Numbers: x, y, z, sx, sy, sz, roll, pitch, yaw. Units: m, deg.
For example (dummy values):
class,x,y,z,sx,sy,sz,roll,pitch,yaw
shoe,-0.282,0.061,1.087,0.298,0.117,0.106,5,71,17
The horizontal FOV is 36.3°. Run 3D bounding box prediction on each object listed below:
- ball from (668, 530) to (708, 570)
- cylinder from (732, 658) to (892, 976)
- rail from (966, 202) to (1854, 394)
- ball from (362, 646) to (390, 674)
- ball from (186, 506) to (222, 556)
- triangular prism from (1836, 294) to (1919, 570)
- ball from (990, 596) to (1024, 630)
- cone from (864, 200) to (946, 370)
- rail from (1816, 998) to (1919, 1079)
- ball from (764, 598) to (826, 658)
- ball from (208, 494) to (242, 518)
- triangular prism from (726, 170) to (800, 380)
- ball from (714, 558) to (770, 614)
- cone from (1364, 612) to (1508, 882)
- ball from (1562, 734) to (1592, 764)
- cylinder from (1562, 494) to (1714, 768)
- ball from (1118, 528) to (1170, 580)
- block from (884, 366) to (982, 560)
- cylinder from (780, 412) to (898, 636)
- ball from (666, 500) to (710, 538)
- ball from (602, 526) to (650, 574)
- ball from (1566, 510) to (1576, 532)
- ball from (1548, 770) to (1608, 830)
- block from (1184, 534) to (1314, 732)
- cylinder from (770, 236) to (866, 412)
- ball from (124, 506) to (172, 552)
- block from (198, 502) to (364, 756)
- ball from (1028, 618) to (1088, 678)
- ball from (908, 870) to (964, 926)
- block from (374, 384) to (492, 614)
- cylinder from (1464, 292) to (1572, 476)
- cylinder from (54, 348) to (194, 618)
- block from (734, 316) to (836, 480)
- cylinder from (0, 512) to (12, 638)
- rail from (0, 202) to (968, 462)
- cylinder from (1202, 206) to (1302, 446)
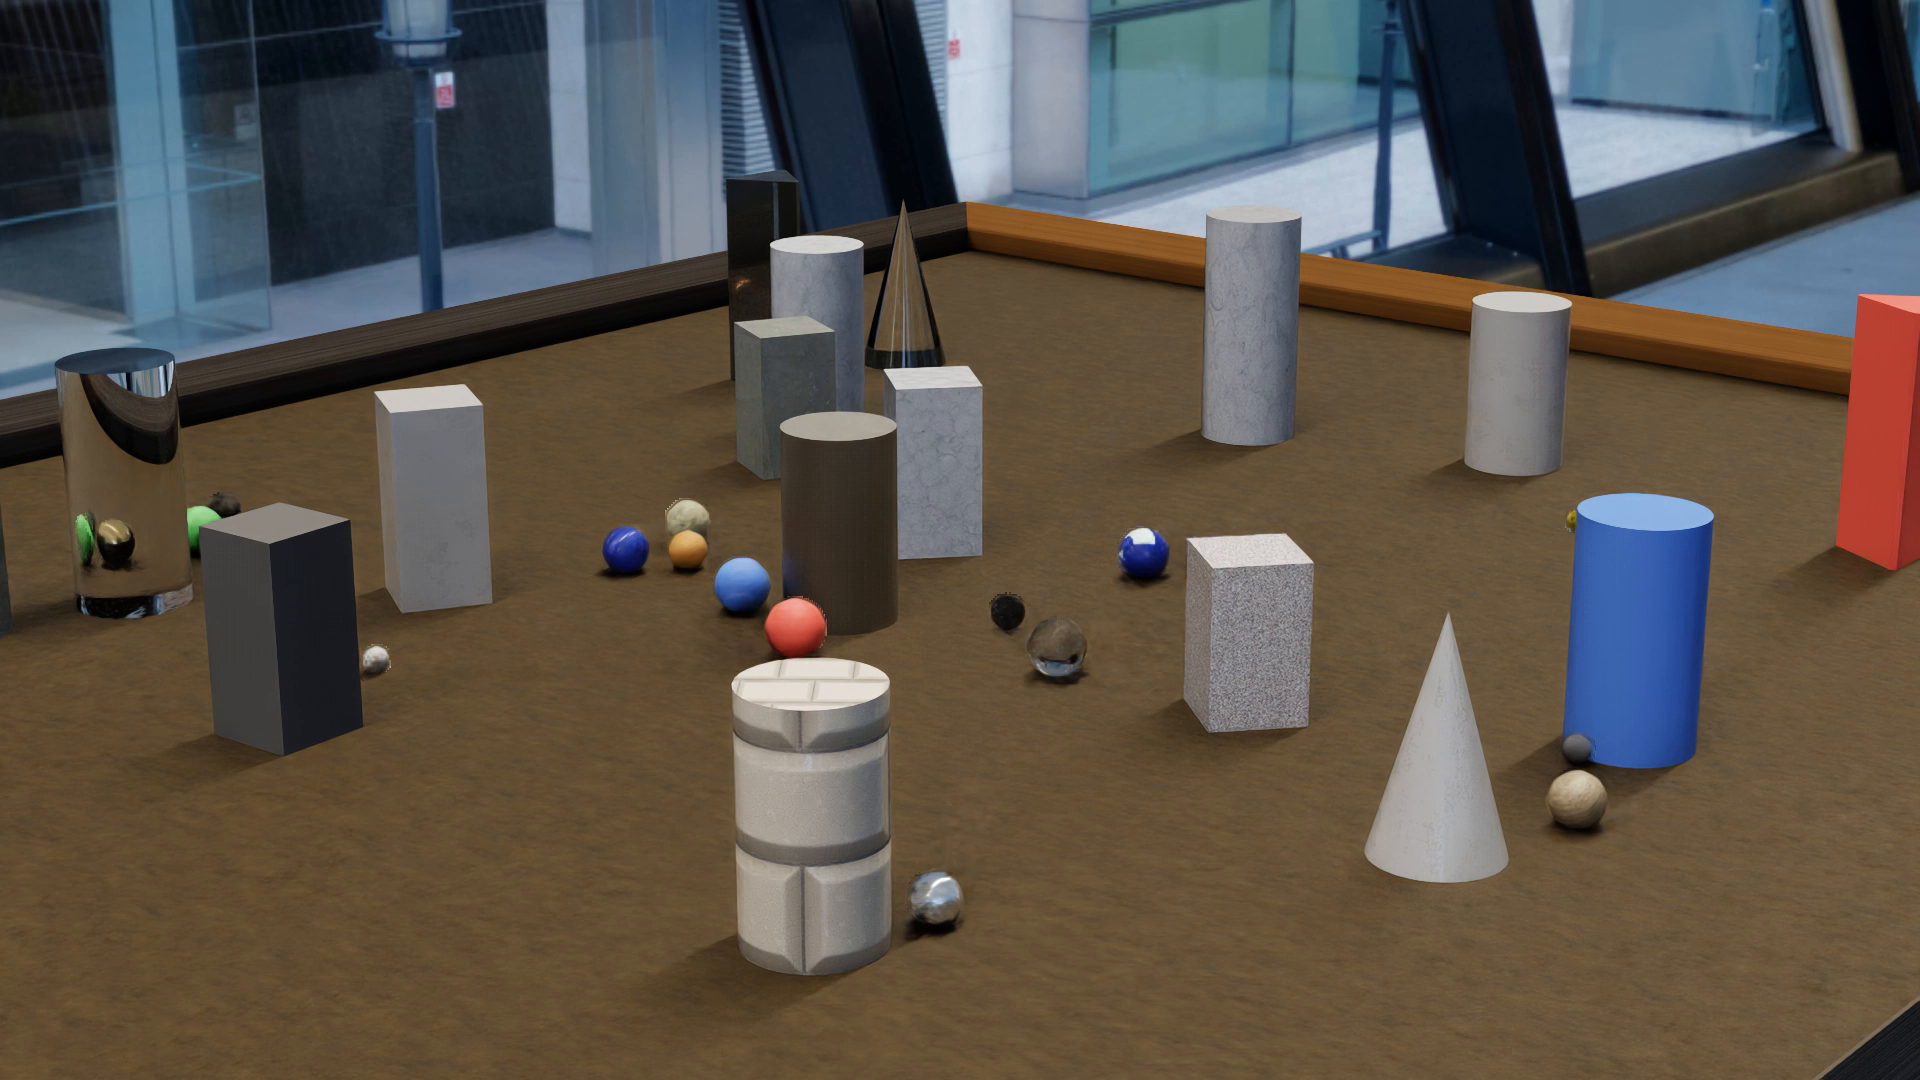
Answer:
class,x,y,z,sx,sy,sz,roll,pitch,yaw
ball,-0.488,0.019,5.267,0.071,0.071,0.071,0,17,0
cylinder,-0.185,0.346,3.696,0.197,0.351,0.197,0,17,0
rail,1.550,-0.483,6.829,4.102,0.128,0.045,14,22,39
ball,-0.943,0.194,4.734,0.043,0.043,0.043,0,17,0
ball,-1.387,-0.017,5.353,0.090,0.090,0.090,0,17,0
triangular prism,1.677,-0.203,5.310,0.148,0.471,0.170,14,22,38
ball,0.080,0.122,4.945,0.058,0.058,0.058,0,17,0
cone,-0.130,-0.599,6.775,0.197,0.384,0.197,0,17,0
rail,1.531,0.416,3.848,0.045,0.128,4.774,14,22,39
ball,-0.270,0.145,4.801,0.098,0.098,0.098,0,17,0
ball,-1.388,-0.057,5.538,0.060,0.060,0.060,0,17,0
triangular prism,-0.420,-0.598,6.639,0.170,0.460,0.148,5,17,15
ball,-0.373,0.078,5.028,0.096,0.096,0.096,0,17,0
cone,0.653,0.263,3.971,0.197,0.351,0.197,0,17,0
ball,0.915,0.310,4.348,0.044,0.044,0.044,0,17,0
cylinder,1.009,0.134,4.372,0.197,0.367,0.197,0,17,0
ball,0.327,0.024,5.214,0.091,0.091,0.091,0,17,0
block,-0.050,-0.143,5.375,0.157,0.318,0.157,-3,17,-9
cylinder,-0.204,-0.030,4.965,0.197,0.337,0.197,0,17,0
ball,-0.503,-0.033,5.420,0.081,0.081,0.081,0,17,0
ball,-0.599,0.017,5.249,0.084,0.084,0.084,0,17,0
ball,1.158,-0.036,5.497,0.042,0.042,0.042,0,17,0
ball,0.864,0.363,4.103,0.082,0.082,0.082,0,17,0
block,0.443,0.142,4.524,0.157,0.263,0.157,-3,17,-9
cylinder,-0.301,-0.435,6.221,0.197,0.389,0.197,0,17,0
ball,-1.487,-0.020,5.373,0.084,0.084,0.084,0,17,0
block,-1.026,0.133,4.436,0.157,0.332,0.157,12,21,35
ball,0.157,0.173,4.711,0.097,0.097,0.097,0,17,0
ball,-0.031,0.464,3.788,0.072,0.072,0.072,0,17,0
block,-0.912,-0.073,5.080,0.157,0.355,0.157,-6,18,-20
cylinder,1.126,-0.317,5.923,0.197,0.335,0.197,0,17,0
cylinder,-1.434,-0.099,5.037,0.197,0.429,0.197,0,17,0
block,-0.352,-0.288,5.907,0.157,0.289,0.157,-7,18,-22
cylinder,-1.697,-0.022,4.882,0.197,0.370,0.197,0,17,0
rail,-1.531,-0.352,6.392,0.045,0.128,4.774,14,22,39
cylinder,0.608,-0.450,6.131,0.197,0.469,0.197,0,17,0
